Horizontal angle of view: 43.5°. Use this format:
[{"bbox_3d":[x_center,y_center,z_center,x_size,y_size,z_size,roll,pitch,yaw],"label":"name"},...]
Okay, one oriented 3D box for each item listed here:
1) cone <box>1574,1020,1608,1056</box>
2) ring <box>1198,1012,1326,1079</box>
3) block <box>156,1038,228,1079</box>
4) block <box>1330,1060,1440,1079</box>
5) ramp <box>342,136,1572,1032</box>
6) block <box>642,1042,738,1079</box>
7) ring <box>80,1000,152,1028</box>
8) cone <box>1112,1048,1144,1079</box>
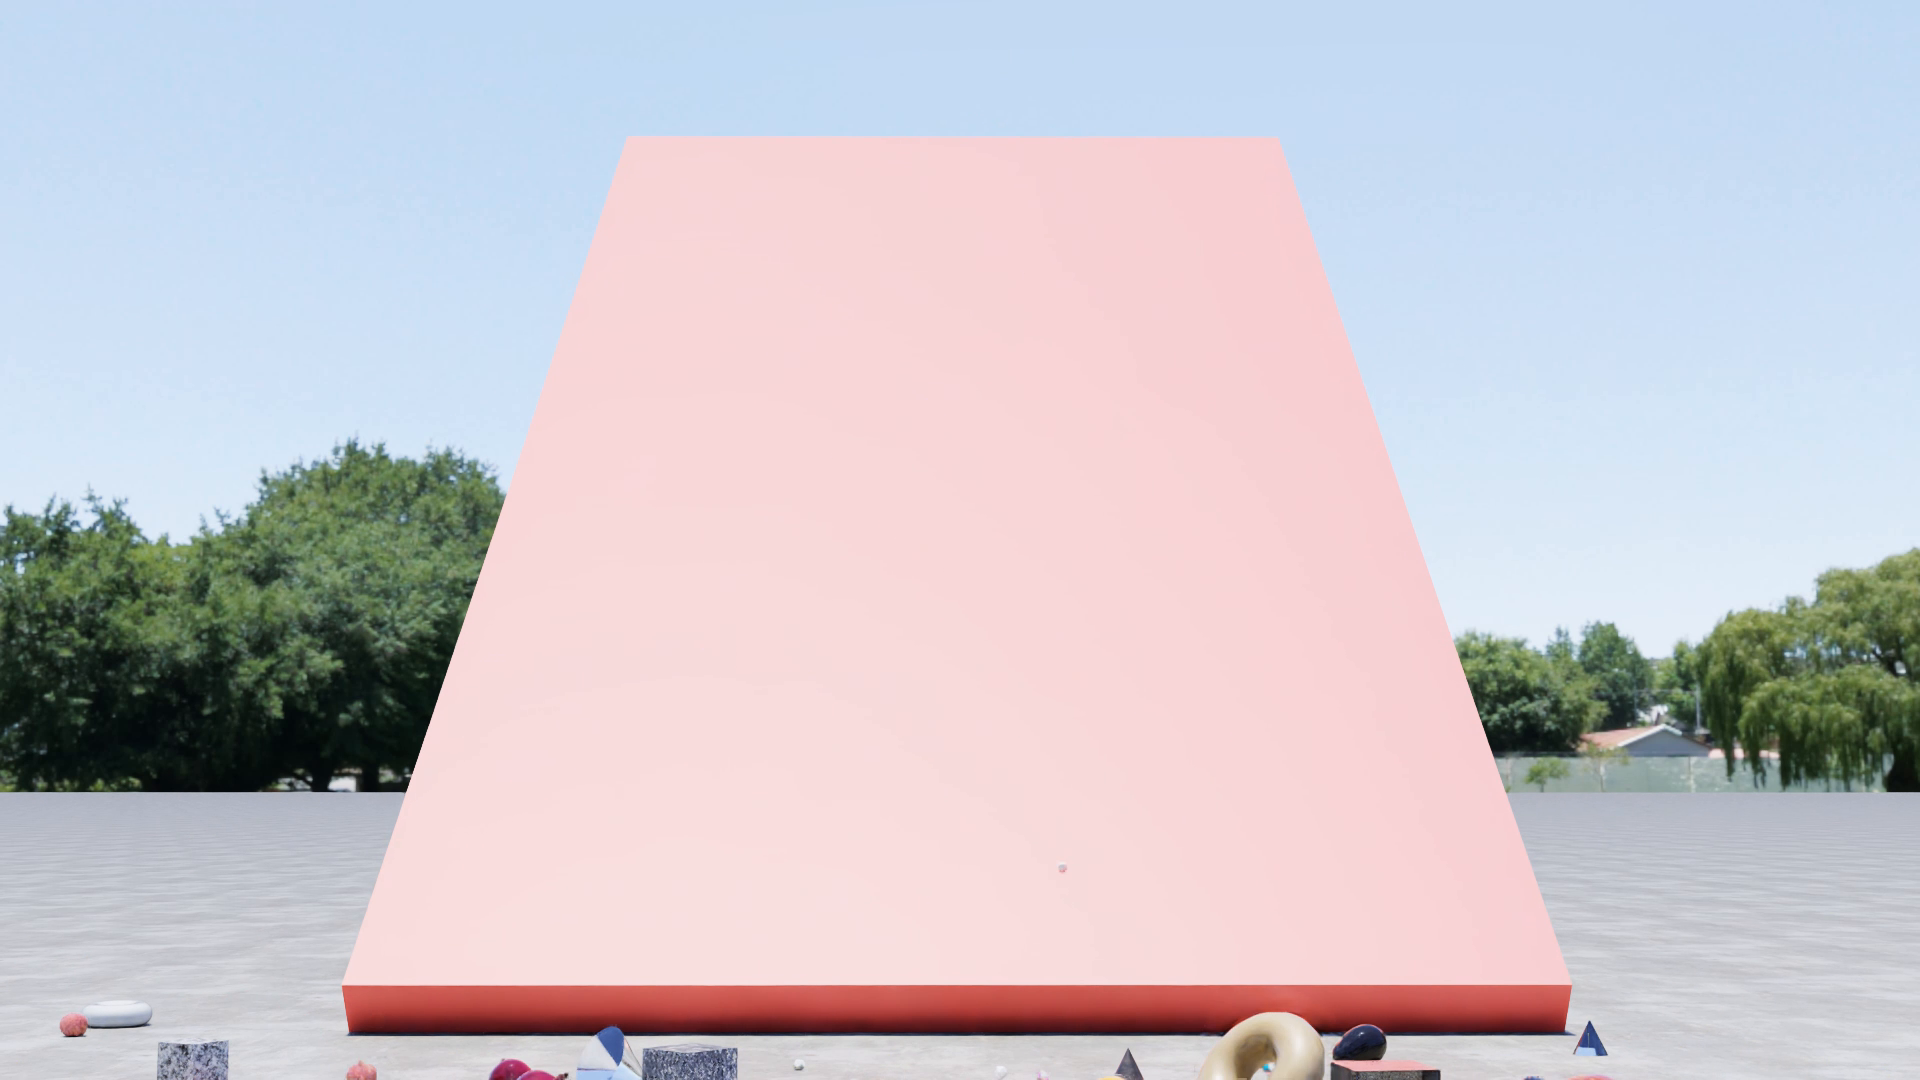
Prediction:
[{"bbox_3d":[0.952,0.751,3.637,0.052,0.052,0.052,0,-6,0],"label":"cone"},{"bbox_3d":[0.303,0.543,2.431,0.049,0.148,0.148,46,-30,-25],"label":"ring"},{"bbox_3d":[-1.026,0.702,3.217,0.064,0.064,0.064,-3,-7,27],"label":"block"},{"bbox_3d":[0.470,0.629,2.658,0.096,0.096,0.096,1,-6,-8],"label":"block"},{"bbox_3d":[-0.013,-0.214,5.678,2.000,0.100,4.000,0,29,0],"label":"ramp"},{"bbox_3d":[-0.332,0.667,2.961,0.082,0.082,0.082,-5,-8,42],"label":"block"},{"bbox_3d":[-1.428,0.803,4.073,0.116,0.039,0.116,0,-4,0],"label":"ring"},{"bbox_3d":[0.201,0.652,2.869,0.093,0.093,0.093,0,-6,0],"label":"cone"}]
